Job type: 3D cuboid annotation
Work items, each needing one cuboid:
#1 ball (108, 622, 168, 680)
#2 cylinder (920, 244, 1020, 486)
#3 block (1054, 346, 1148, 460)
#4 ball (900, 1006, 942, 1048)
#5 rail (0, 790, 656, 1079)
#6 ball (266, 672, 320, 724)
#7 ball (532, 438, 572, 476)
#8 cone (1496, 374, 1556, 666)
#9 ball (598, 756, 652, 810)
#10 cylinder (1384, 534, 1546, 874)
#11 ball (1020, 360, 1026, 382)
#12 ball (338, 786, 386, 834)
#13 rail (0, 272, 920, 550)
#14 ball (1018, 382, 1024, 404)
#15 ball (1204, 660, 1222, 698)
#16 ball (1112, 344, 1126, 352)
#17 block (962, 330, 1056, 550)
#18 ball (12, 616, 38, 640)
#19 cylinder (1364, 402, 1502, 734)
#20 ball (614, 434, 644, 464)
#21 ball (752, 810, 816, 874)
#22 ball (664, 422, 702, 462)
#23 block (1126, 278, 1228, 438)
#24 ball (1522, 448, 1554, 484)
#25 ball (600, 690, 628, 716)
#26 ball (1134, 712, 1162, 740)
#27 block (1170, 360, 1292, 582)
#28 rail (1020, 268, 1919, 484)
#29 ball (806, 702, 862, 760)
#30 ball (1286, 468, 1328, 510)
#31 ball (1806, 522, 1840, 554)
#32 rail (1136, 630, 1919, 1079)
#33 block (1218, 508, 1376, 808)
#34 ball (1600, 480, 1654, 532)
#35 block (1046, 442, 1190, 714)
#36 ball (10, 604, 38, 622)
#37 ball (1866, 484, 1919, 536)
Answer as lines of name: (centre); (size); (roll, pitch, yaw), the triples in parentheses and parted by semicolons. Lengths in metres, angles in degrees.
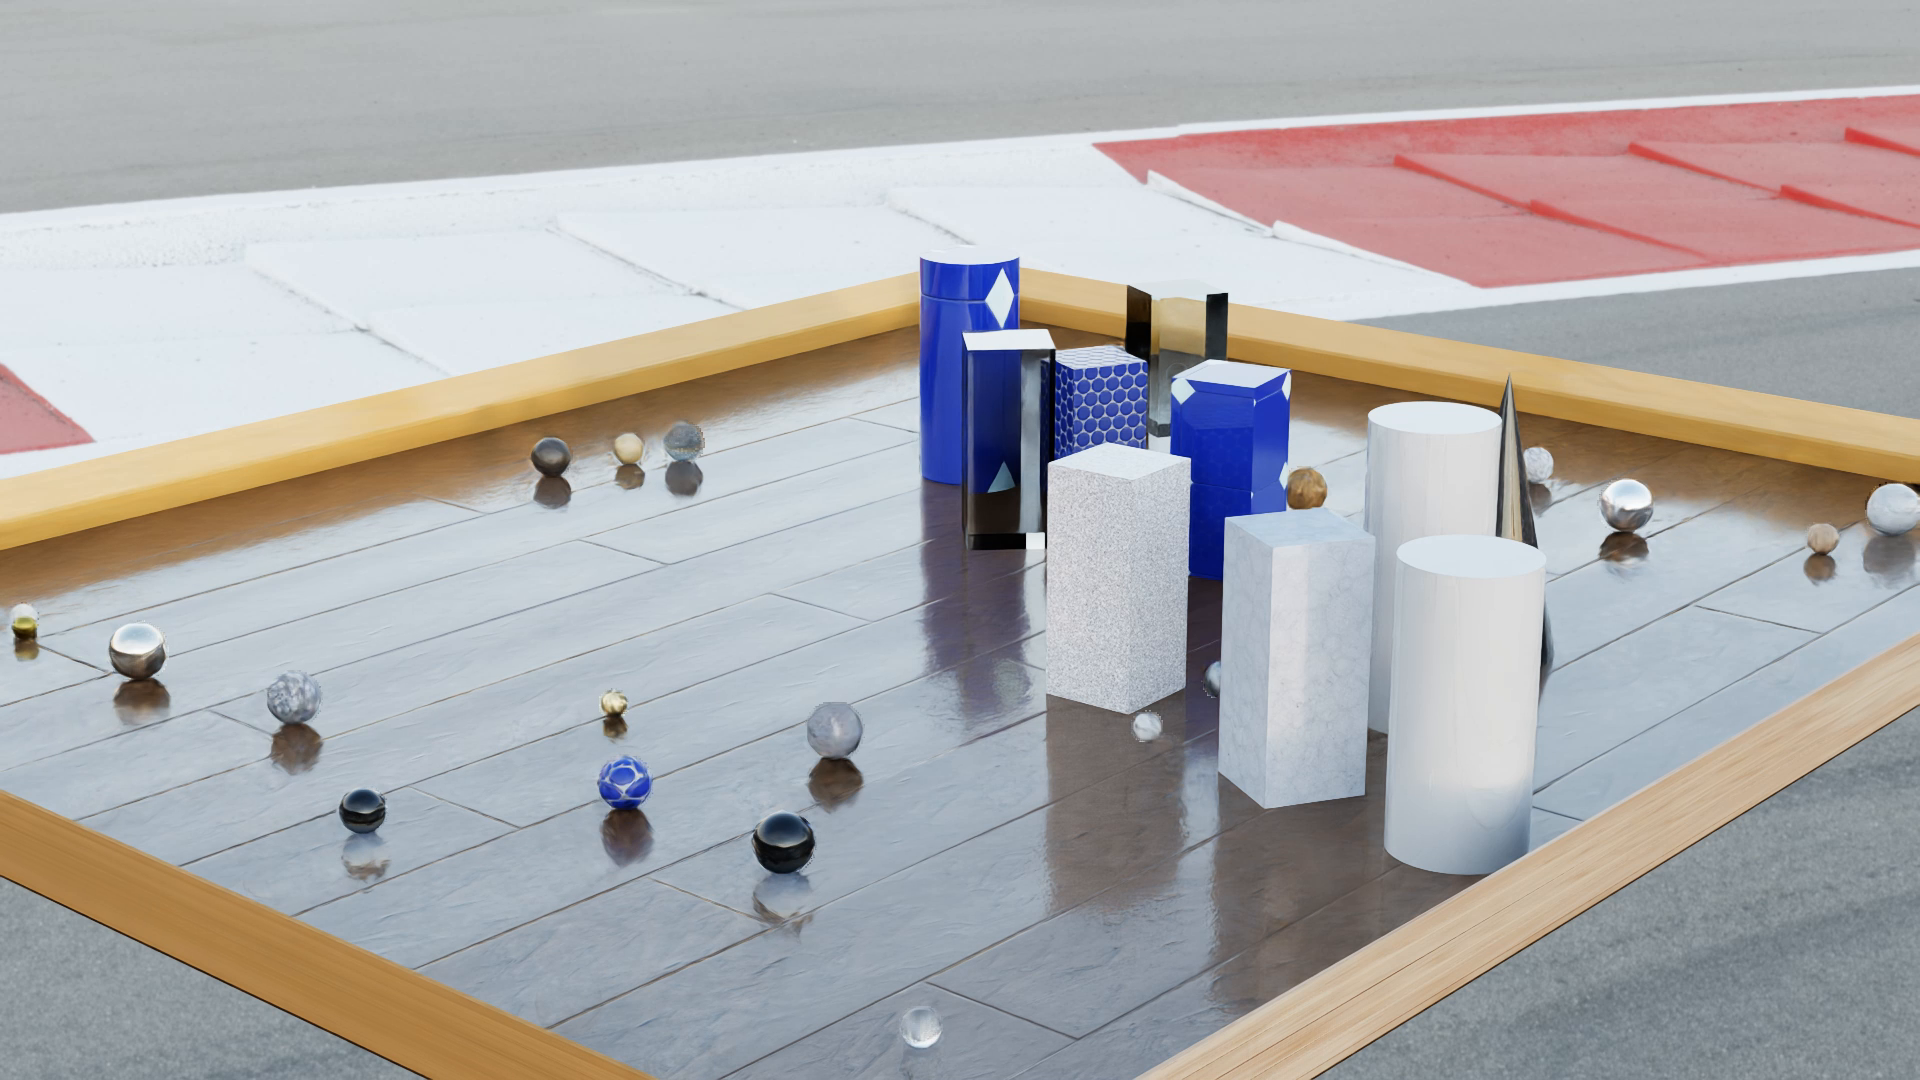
ball: (-1.319, 0.178, 4.705); (0.092, 0.092, 0.092); (0, 17, 0)
cylinder: (0.019, -0.349, 5.842); (0.199, 0.446, 0.199); (0, 17, 0)
block: (0.259, -0.233, 5.775); (0.159, 0.261, 0.159); (-8, 18, -24)
ball: (-0.046, 0.575, 3.461); (0.048, 0.048, 0.048); (0, 17, 0)
rail: (-1.155, 0.416, 3.846); (3.016, 0.129, 0.045); (14, 22, 39)
ball: (-1.024, 0.244, 4.506); (0.081, 0.081, 0.081); (0, 17, 0)
ball: (-0.819, -0.167, 5.875); (0.078, 0.078, 0.078); (0, 17, 0)
cone: (0.883, -0.044, 4.778); (0.199, 0.474, 0.199); (0, 17, 0)
ball: (-0.477, 0.346, 4.174); (0.076, 0.076, 0.076); (0, 17, 0)
cylinder: (0.685, 0.222, 3.990); (0.199, 0.420, 0.199); (0, 17, 0)
ball: (0.107, -0.375, 6.561); (0.080, 0.080, 0.080); (0, 17, 0)
ball: (-0.833, 0.377, 4.090); (0.065, 0.065, 0.065); (0, 17, 0)
rail: (-1.121, -0.248, 6.052); (0.045, 0.129, 3.571); (14, 22, 39)
ball: (0.109, -0.325, 6.421); (0.066, 0.066, 0.066); (0, 17, 0)
ball: (0.414, 0.220, 4.626); (0.057, 0.057, 0.057); (0, 17, 0)
ball: (0.348, -0.391, 6.589); (0.095, 0.095, 0.095); (0, 17, 0)
block: (0.088, -0.186, 5.418); (0.159, 0.377, 0.159); (-1, 17, -4)
ball: (-1.563, 0.146, 4.899); (0.040, 0.040, 0.040); (0, 17, 0)
cylinder: (0.714, 0.045, 4.477); (0.199, 0.478, 0.199); (0, 17, 0)
ball: (-0.673, -0.185, 5.961); (0.063, 0.063, 0.063); (0, 17, 0)
ball: (-0.238, 0.407, 3.954); (0.085, 0.085, 0.085); (0, 17, 0)
ball: (-0.565, -0.200, 5.982); (0.079, 0.079, 0.079); (0, 17, 0)
block: (0.458, -0.388, 6.225); (0.159, 0.299, 0.159); (-7, 18, -22)
ball: (1.144, -0.149, 5.824); (0.072, 0.072, 0.072); (0, 17, 0)
ball: (-0.536, 0.253, 4.543); (0.041, 0.041, 0.041); (0, 17, 0)
ball: (0.284, 0.283, 4.442); (0.043, 0.043, 0.043); (0, 17, 0)
block: (0.481, -0.123, 5.240); (0.159, 0.359, 0.159); (9, 19, 28)
rail: (1.155, -0.351, 6.394); (3.016, 0.129, 0.045); (14, 22, 39)
ball: (-0.187, 0.284, 4.366); (0.084, 0.084, 0.084); (0, 17, 0)
ball: (0.660, -0.095, 5.618); (0.087, 0.087, 0.087); (0, 17, 0)
ball: (1.579, -0.003, 5.365); (0.057, 0.057, 0.057); (0, 17, 0)
rail: (1.121, 0.313, 4.188); (0.045, 0.129, 3.571); (14, 22, 39)
block: (0.482, 0.168, 4.223); (0.159, 0.389, 0.159); (-6, 18, -19)
ball: (1.250, -0.064, 5.496); (0.099, 0.099, 0.099); (0, 17, 0)
block: (0.248, 0.058, 4.607); (0.159, 0.378, 0.159); (13, 21, 36)
ball: (-1.580, 0.130, 4.949); (0.043, 0.043, 0.043); (0, 17, 0)
ball: (1.744, -0.057, 5.475); (0.098, 0.098, 0.098); (0, 17, 0)
